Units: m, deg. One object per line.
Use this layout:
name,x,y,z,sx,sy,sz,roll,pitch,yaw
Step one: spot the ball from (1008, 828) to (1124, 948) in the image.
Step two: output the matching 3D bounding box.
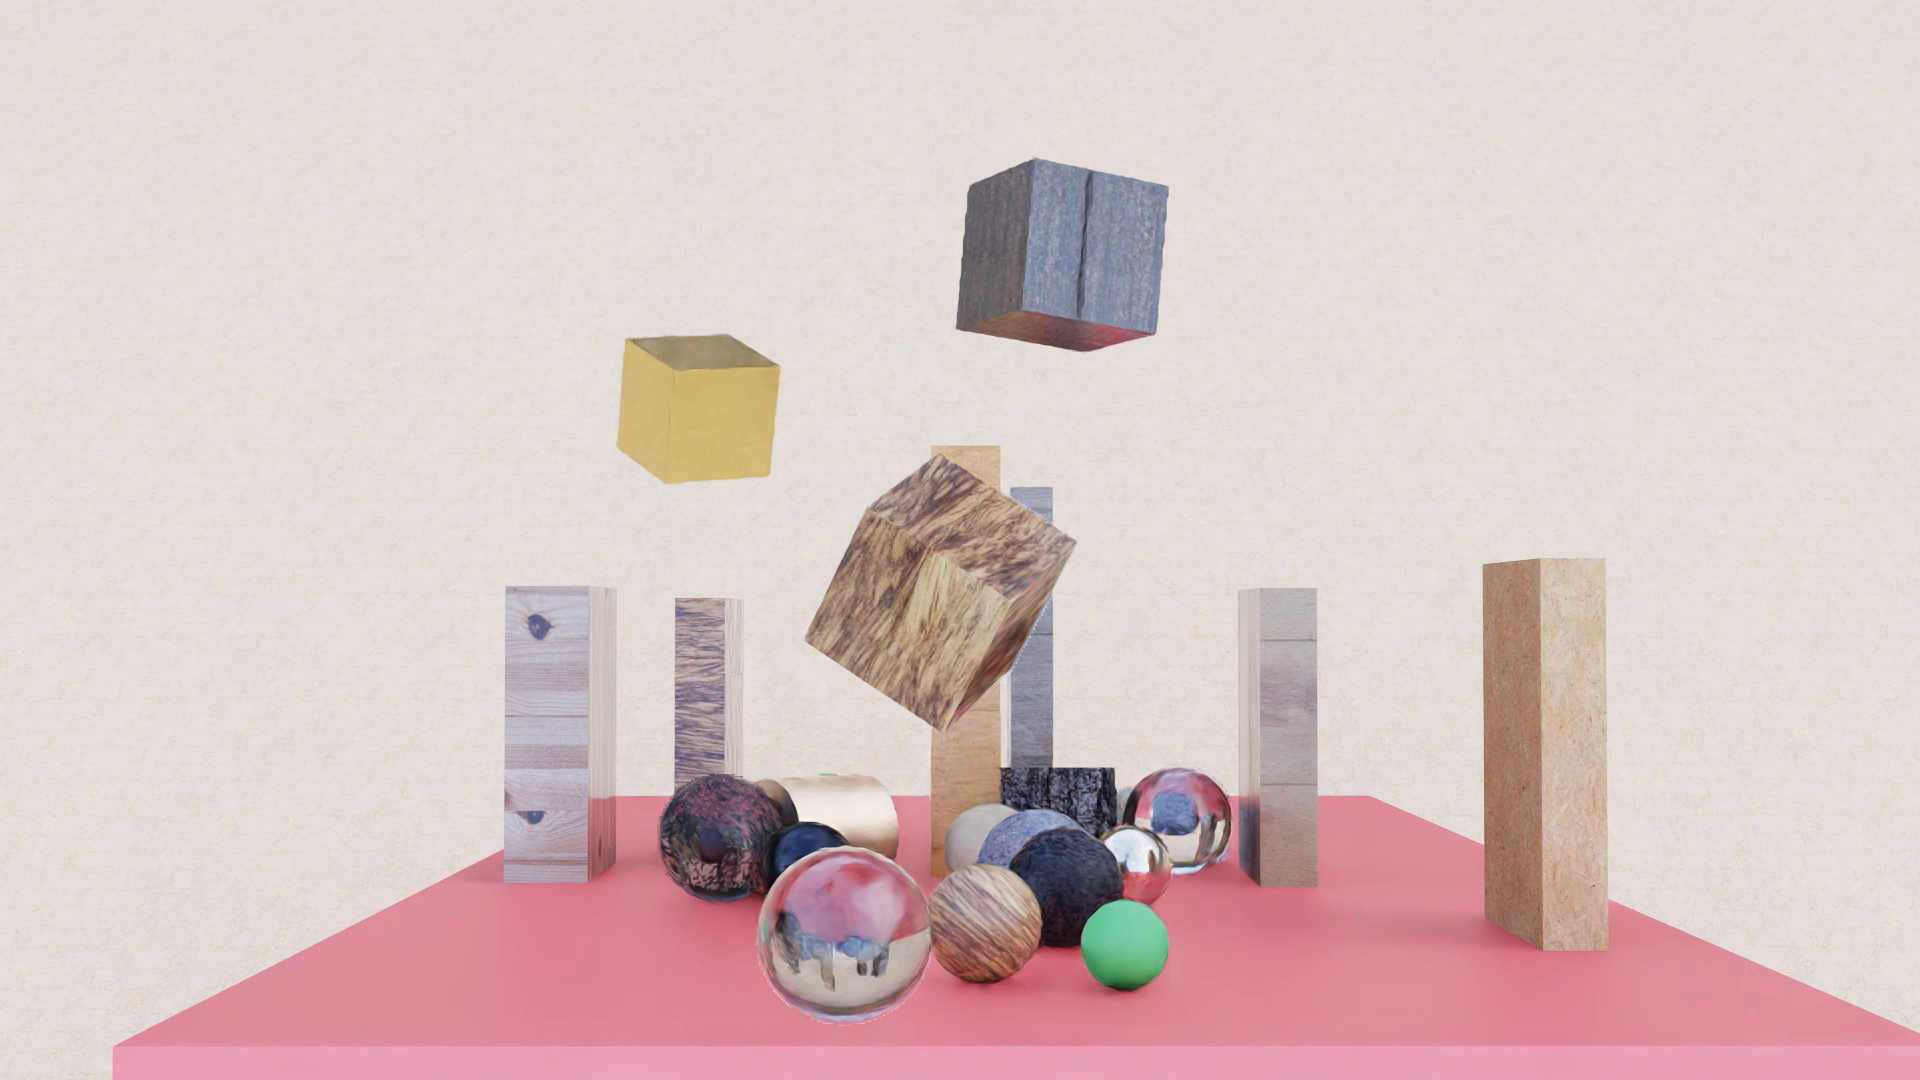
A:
ball,0.147,0.492,3.675,0.169,0.169,0.169,0,35,0

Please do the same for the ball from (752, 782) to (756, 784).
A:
ball,-0.390,0.520,4.810,0.144,0.144,0.144,0,35,0

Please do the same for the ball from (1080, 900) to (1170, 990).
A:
ball,0.207,0.508,3.261,0.112,0.112,0.112,0,35,0

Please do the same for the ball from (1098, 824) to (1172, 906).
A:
ball,0.269,0.522,4.134,0.138,0.138,0.138,0,35,0

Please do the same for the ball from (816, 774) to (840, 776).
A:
ball,-0.258,0.536,5.050,0.164,0.164,0.164,0,35,0

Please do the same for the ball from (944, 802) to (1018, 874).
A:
ball,0.051,0.518,4.331,0.158,0.158,0.158,0,35,0

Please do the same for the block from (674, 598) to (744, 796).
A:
block,-0.488,0.367,5.084,0.094,0.504,0.429,0,-2,0

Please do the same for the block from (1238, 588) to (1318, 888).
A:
block,0.571,0.348,4.684,0.100,0.518,0.346,0,-2,0

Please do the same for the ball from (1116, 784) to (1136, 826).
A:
ball,0.361,0.556,5.214,0.133,0.133,0.133,0,35,0

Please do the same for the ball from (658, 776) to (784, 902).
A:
ball,-0.393,0.491,4.273,0.207,0.207,0.207,0,35,0

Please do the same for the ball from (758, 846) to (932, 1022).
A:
ball,-0.128,0.439,2.892,0.195,0.195,0.195,0,35,0

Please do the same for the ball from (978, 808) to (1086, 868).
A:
ball,0.116,0.490,3.850,0.184,0.184,0.184,0,35,0

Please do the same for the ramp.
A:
ramp,0.077,0.662,4.825,2.000,0.100,4.000,0,-2,0

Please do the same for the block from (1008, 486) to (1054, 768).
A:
block,0.145,0.264,5.424,0.086,0.731,0.396,0,-2,0

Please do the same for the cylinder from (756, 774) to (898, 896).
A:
cylinder,-0.242,0.500,4.409,0.198,0.198,0.198,1,28,-37

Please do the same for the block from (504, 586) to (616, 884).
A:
block,-0.730,0.348,4.771,0.147,0.523,0.378,0,-2,0

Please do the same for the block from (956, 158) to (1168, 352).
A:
block,0.117,-0.328,3.021,0.173,0.173,0.173,8,-7,-25

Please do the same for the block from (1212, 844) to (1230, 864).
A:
block,0.445,0.558,4.992,0.117,0.117,0.117,-1,-2,21

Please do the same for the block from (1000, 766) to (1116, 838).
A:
block,0.177,0.503,4.636,0.190,0.190,0.190,-1,-6,7

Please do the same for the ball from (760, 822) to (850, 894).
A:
ball,-0.234,0.511,4.014,0.152,0.152,0.152,0,35,0

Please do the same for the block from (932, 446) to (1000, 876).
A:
block,0.011,0.224,4.871,0.124,0.778,0.359,0,-2,0

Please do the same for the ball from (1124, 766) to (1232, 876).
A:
ball,0.388,0.500,4.631,0.194,0.194,0.194,0,35,0

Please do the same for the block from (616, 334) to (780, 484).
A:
block,-0.273,-0.138,2.696,0.120,0.120,0.120,-5,23,-32

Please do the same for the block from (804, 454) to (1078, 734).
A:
block,-0.021,0.056,2.884,0.188,0.188,0.188,33,30,10

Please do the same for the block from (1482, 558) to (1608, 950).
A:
block,0.863,0.307,3.851,0.092,0.550,0.406,0,-2,0

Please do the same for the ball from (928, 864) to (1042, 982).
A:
ball,0.030,0.491,3.327,0.151,0.151,0.151,0,35,0
